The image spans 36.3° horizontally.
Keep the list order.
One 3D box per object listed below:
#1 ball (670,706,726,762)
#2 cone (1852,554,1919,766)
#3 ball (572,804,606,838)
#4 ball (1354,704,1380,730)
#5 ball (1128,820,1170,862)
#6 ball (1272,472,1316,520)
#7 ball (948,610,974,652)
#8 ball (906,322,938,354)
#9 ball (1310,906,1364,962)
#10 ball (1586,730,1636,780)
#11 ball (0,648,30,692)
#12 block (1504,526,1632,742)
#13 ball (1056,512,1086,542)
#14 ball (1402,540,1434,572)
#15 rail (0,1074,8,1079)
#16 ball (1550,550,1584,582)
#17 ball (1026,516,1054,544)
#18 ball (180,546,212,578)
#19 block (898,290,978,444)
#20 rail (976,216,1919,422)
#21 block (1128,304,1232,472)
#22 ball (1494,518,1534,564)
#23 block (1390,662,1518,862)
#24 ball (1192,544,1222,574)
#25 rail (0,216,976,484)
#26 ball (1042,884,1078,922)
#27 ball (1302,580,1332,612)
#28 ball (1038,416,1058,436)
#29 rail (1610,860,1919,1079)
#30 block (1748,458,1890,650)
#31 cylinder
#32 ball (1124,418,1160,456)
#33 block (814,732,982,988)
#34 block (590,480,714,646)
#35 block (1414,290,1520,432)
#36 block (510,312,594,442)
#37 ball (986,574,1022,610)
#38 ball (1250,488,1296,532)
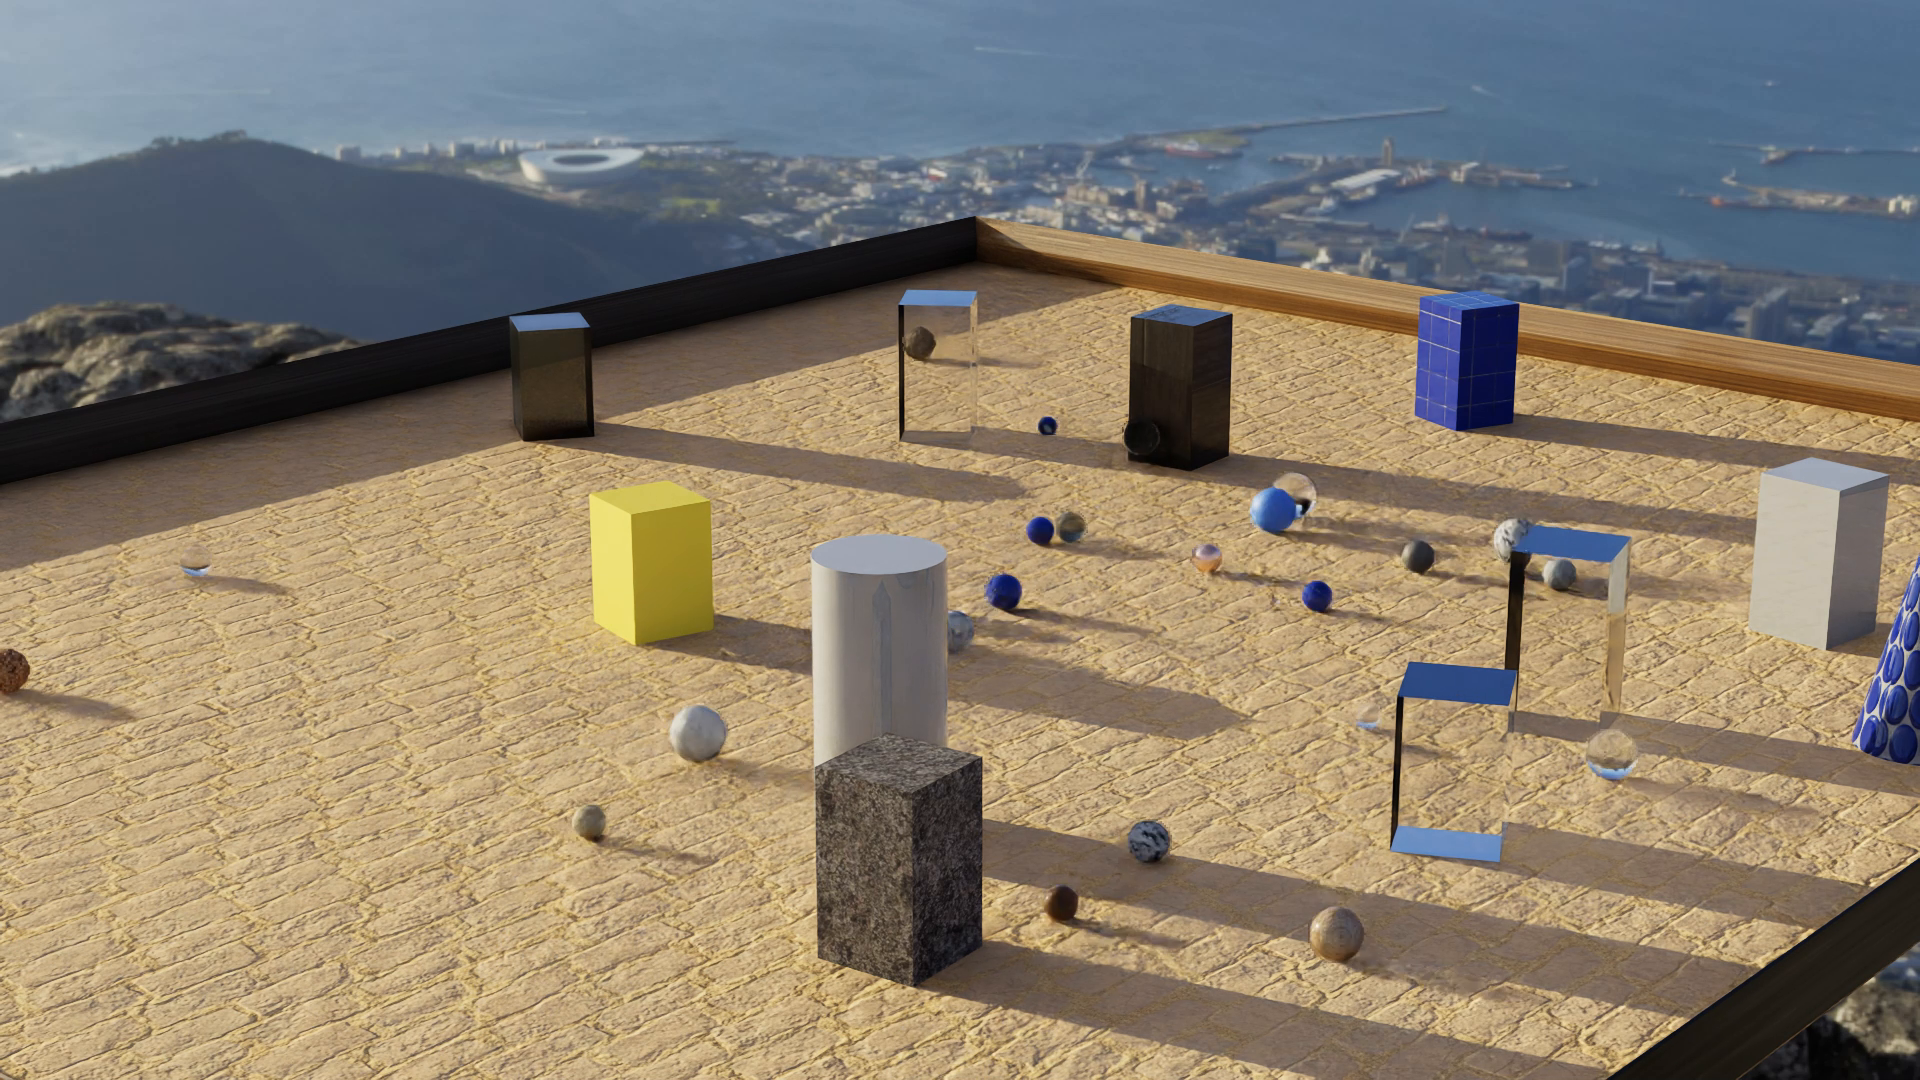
[{"bbox_3d":[-0.388,0.287,4.341,0.083,0.083,0.083,0,17,0],"label":"ball"},{"bbox_3d":[1.439,0.123,4.362,0.186,0.385,0.186,0,17,0],"label":"cone"},{"bbox_3d":[-0.513,0.390,4.062,0.047,0.047,0.047,0,17,0],"label":"ball"},{"bbox_3d":[0.621,0.269,4.474,0.040,0.040,0.040,0,17,0],"label":"ball"},{"bbox_3d":[0.256,0.409,3.981,0.058,0.058,0.058,0,17,0],"label":"ball"},{"bbox_3d":[0.631,-0.083,5.554,0.089,0.089,0.089,0,17,0],"label":"ball"},{"bbox_3d":[-0.010,0.149,4.819,0.070,0.070,0.070,0,17,0],"label":"ball"},{"bbox_3d":[-0.090,-0.472,6.863,0.076,0.076,0.076,0,17,0],"label":"ball"},{"bbox_3d":[0.473,0.494,3.681,0.068,0.068,0.068,0,17,0],"label":"ball"},{"bbox_3d":[0.949,0.314,4.272,0.072,0.072,0.072,0,17,0],"label":"ball"},{"bbox_3d":[-1.506,0.206,4.632,0.070,0.070,0.070,0,17,0],"label":"ball"},{"bbox_3d":[0.925,0.142,4.470,0.149,0.286,0.149,8,18,24],"label":"block"},{"bbox_3d":[0.204,-0.024,5.414,0.057,0.057,0.057,0,17,0],"label":"ball"},{"bbox_3d":[0.819,0.029,5.237,0.057,0.057,0.057,0,17,0],"label":"ball"},{"bbox_3d":[-1.447,0.513,3.526,3.766,0.121,0.045,14,22,39],"label":"rail"},{"bbox_3d":[1.073,0.045,5.183,0.058,0.058,0.058,0,17,0],"label":"ball"},{"bbox_3d":[0.148,-0.017,5.400,0.052,0.052,0.052,0,17,0],"label":"ball"},{"bbox_3d":[-1.357,0.038,5.210,0.056,0.056,0.056,0,17,0],"label":"ball"},{"bbox_3d":[-0.045,-0.363,6.131,0.149,0.292,0.149,2,17,5],"label":"block"},{"bbox_3d":[1.447,-0.452,6.716,3.766,0.121,0.045,14,22,39],"label":"rail"},{"bbox_3d":[0.447,-0.310,5.945,0.149,0.298,0.149,12,21,34],"label":"block"},{"bbox_3d":[1.003,0.003,5.279,0.084,0.084,0.084,0,17,0],"label":"ball"},{"bbox_3d":[0.681,0.304,4.040,0.149,0.225,0.149,4,17,14],"label":"block"},{"bbox_3d":[0.442,0.033,5.234,0.052,0.052,0.052,0,17,0],"label":"ball"},{"bbox_3d":[-1.404,-0.323,6.288,0.045,0.121,4.462,14,22,39],"label":"rail"},{"bbox_3d":[0.130,0.470,3.798,0.047,0.047,0.047,0,17,0],"label":"ball"},{"bbox_3d":[0.612,0.096,5.025,0.053,0.053,0.053,0,17,0],"label":"ball"},{"bbox_3d":[0.184,-0.239,6.153,0.041,0.041,0.041,0,17,0],"label":"ball"},{"bbox_3d":[1.404,0.383,3.954,0.045,0.121,4.462,14,22,39],"label":"rail"},{"bbox_3d":[1.432,0.021,4.892,0.149,0.273,0.149,-14,22,-40],"label":"block"},{"bbox_3d":[-0.110,0.210,4.049,0.186,0.400,0.186,0,17,0],"label":"cylinder"},{"bbox_3d":[0.365,-0.207,5.894,0.074,0.074,0.074,0,17,0],"label":"ball"},{"bbox_3d":[-0.076,0.398,3.673,0.149,0.258,0.149,12,20,33],"label":"block"},{"bbox_3d":[-0.517,0.036,4.923,0.149,0.226,0.149,-11,20,-32],"label":"block"},{"bbox_3d":[1.080,-0.383,6.251,0.149,0.261,0.149,-8,19,-26],"label":"block"},{"bbox_3d":[-0.859,-0.344,6.165,0.149,0.235,0.149,-5,17,-15],"label":"block"},{"bbox_3d":[0.076,0.089,5.029,0.063,0.063,0.063,0,17,0],"label":"ball"},{"bbox_3d":[0.585,-0.056,5.471,0.085,0.085,0.085,0,17,0],"label":"ball"}]
